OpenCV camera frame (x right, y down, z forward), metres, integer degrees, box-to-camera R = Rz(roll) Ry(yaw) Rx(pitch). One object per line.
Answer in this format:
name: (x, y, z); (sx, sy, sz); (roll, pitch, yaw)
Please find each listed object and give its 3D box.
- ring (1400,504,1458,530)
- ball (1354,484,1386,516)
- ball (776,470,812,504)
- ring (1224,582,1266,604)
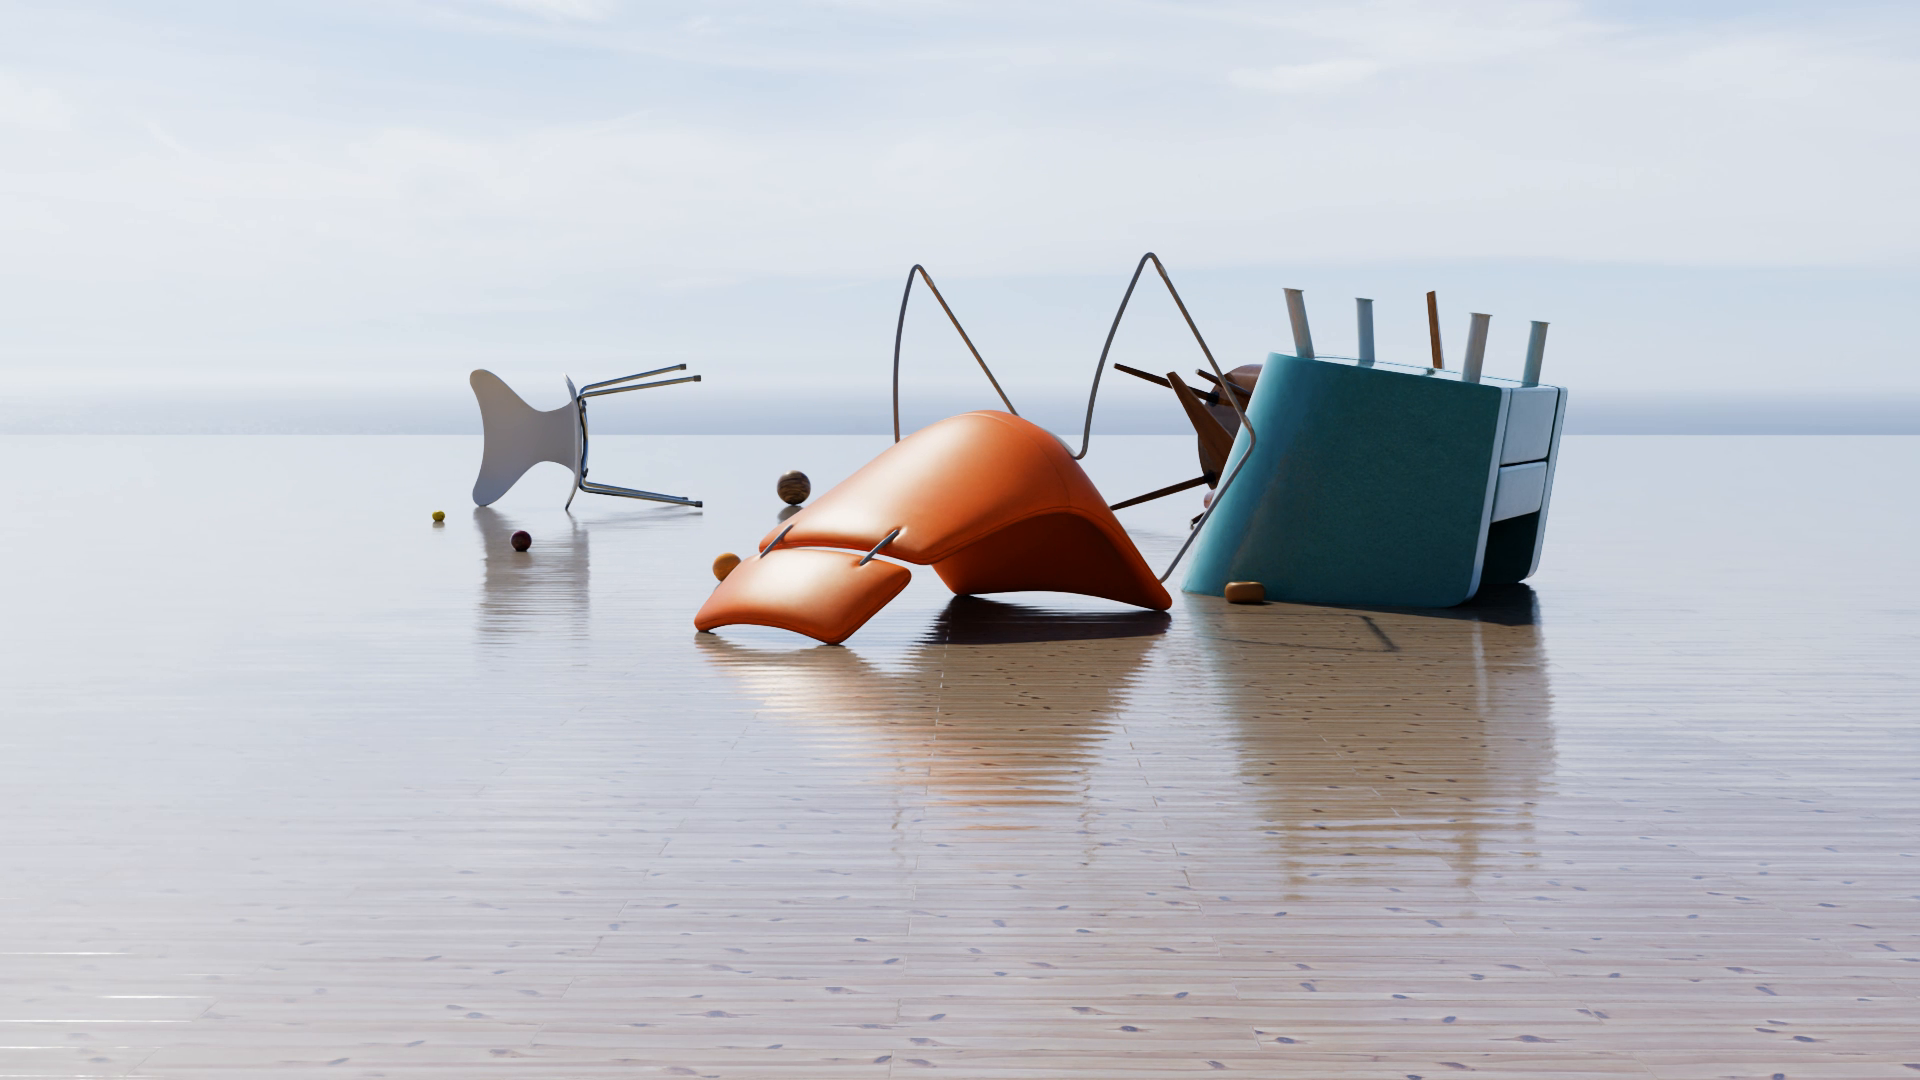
ring: (1.511, -0.073, 7.082); (0.179, 0.072, 0.210); (4, 6, 1)
ball: (1.448, -0.140, 7.756); (0.114, 0.114, 0.114); (0, 4, 0)
ball: (-0.643, -0.204, 8.518); (0.137, 0.137, 0.137); (0, 4, 0)
ring: (0.600, 0.111, 4.631); (0.087, 0.042, 0.080); (0, 2, -24)
